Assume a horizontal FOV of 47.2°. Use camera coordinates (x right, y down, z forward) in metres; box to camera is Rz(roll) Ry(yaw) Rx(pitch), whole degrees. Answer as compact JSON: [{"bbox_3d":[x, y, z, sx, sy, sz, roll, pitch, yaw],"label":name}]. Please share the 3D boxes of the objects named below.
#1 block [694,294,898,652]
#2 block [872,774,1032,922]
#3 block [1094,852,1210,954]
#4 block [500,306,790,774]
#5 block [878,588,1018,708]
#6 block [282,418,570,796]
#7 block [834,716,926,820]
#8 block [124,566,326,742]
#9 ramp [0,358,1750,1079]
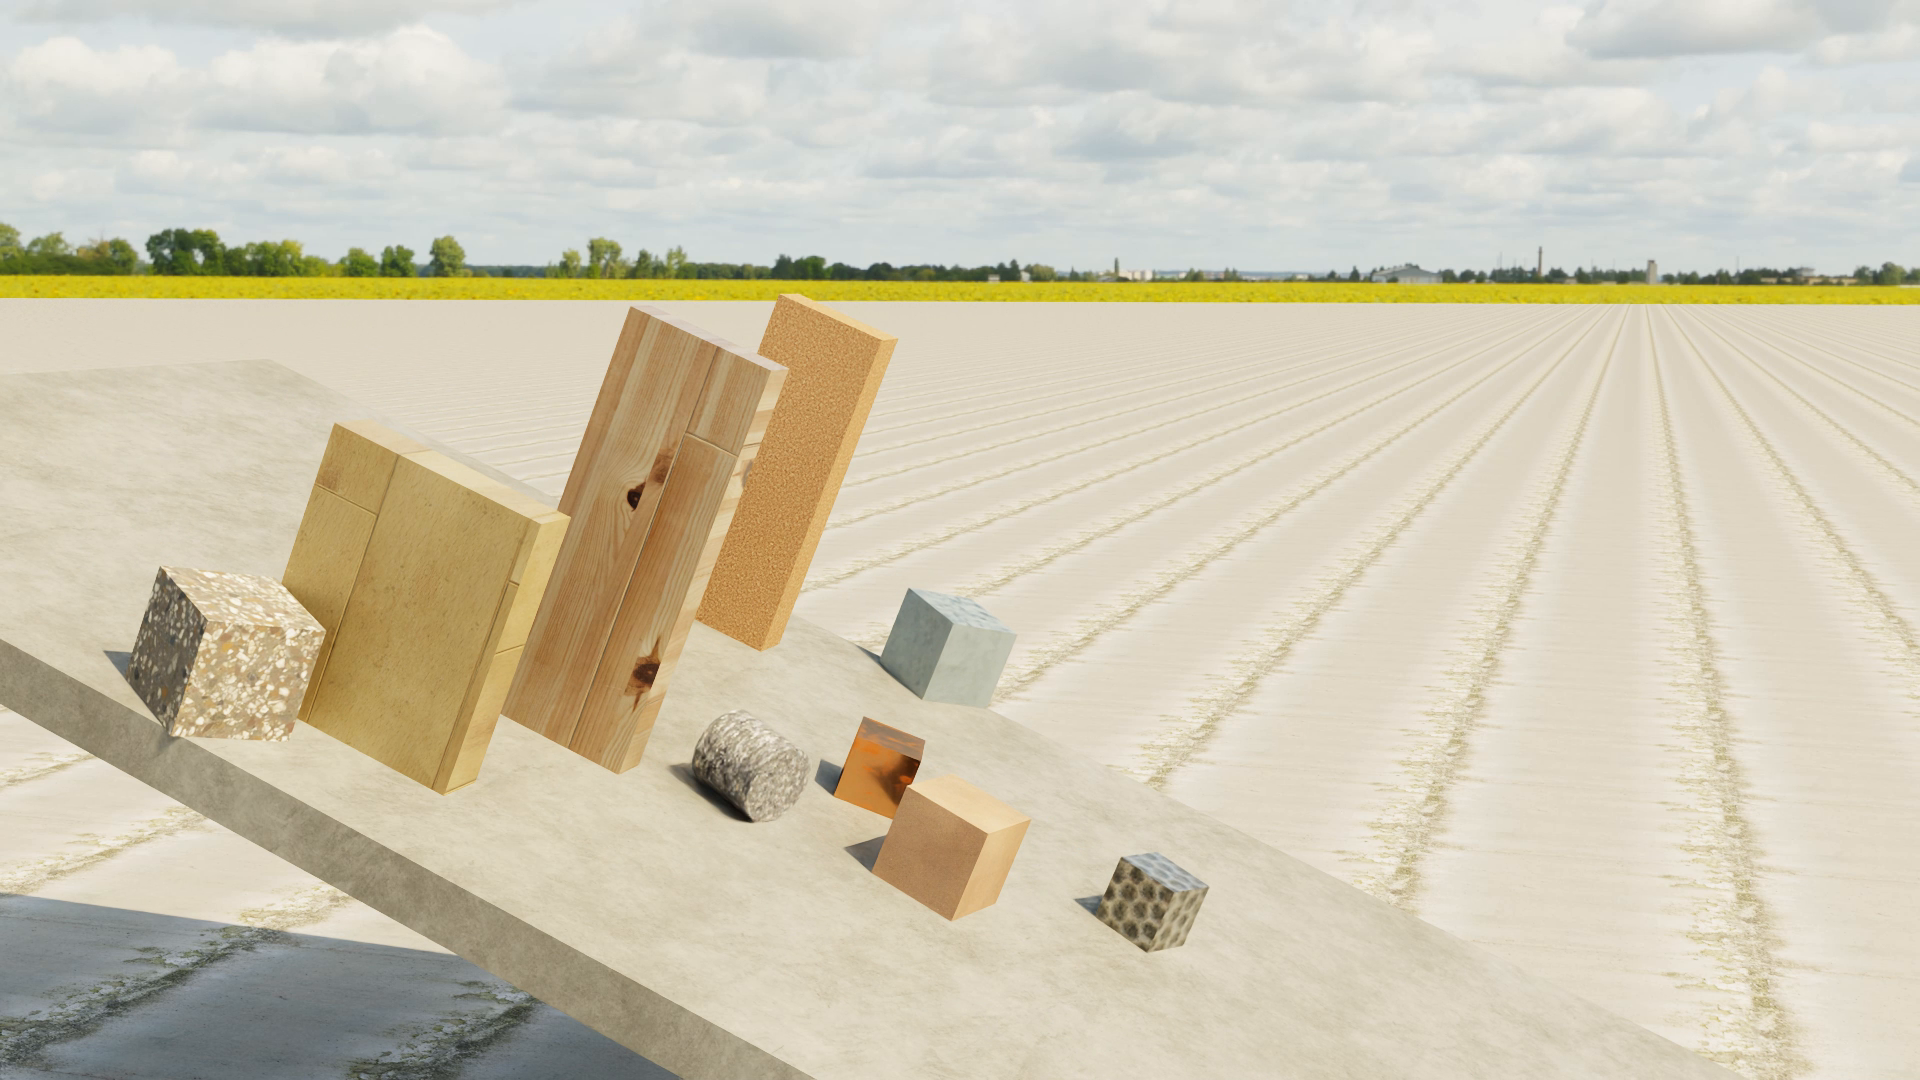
[{"bbox_3d":[-0.400,-0.149,4.864,0.254,0.747,0.111,25,13,13],"label":"block"},{"bbox_3d":[-0.015,0.549,3.949,0.176,0.176,0.176,28,14,23],"label":"block"},{"bbox_3d":[0.362,0.681,4.140,0.130,0.130,0.130,31,15,34],"label":"block"},{"bbox_3d":[-0.575,0.002,3.887,0.282,0.780,0.083,25,13,13],"label":"block"},{"bbox_3d":[-0.029,0.251,5.096,0.195,0.195,0.195,11,17,-39],"label":"block"},{"bbox_3d":[-0.903,0.107,3.584,0.395,0.485,0.101,25,13,13],"label":"block"},{"bbox_3d":[-0.155,0.442,4.257,0.130,0.130,0.130,22,13,-2],"label":"block"},{"bbox_3d":[-1.167,0.181,3.490,0.198,0.198,0.198,9,18,-45],"label":"block"},{"bbox_3d":[-0.299,0.527,4.190,4.000,0.100,2.000,25,13,13],"label":"ramp"}]
